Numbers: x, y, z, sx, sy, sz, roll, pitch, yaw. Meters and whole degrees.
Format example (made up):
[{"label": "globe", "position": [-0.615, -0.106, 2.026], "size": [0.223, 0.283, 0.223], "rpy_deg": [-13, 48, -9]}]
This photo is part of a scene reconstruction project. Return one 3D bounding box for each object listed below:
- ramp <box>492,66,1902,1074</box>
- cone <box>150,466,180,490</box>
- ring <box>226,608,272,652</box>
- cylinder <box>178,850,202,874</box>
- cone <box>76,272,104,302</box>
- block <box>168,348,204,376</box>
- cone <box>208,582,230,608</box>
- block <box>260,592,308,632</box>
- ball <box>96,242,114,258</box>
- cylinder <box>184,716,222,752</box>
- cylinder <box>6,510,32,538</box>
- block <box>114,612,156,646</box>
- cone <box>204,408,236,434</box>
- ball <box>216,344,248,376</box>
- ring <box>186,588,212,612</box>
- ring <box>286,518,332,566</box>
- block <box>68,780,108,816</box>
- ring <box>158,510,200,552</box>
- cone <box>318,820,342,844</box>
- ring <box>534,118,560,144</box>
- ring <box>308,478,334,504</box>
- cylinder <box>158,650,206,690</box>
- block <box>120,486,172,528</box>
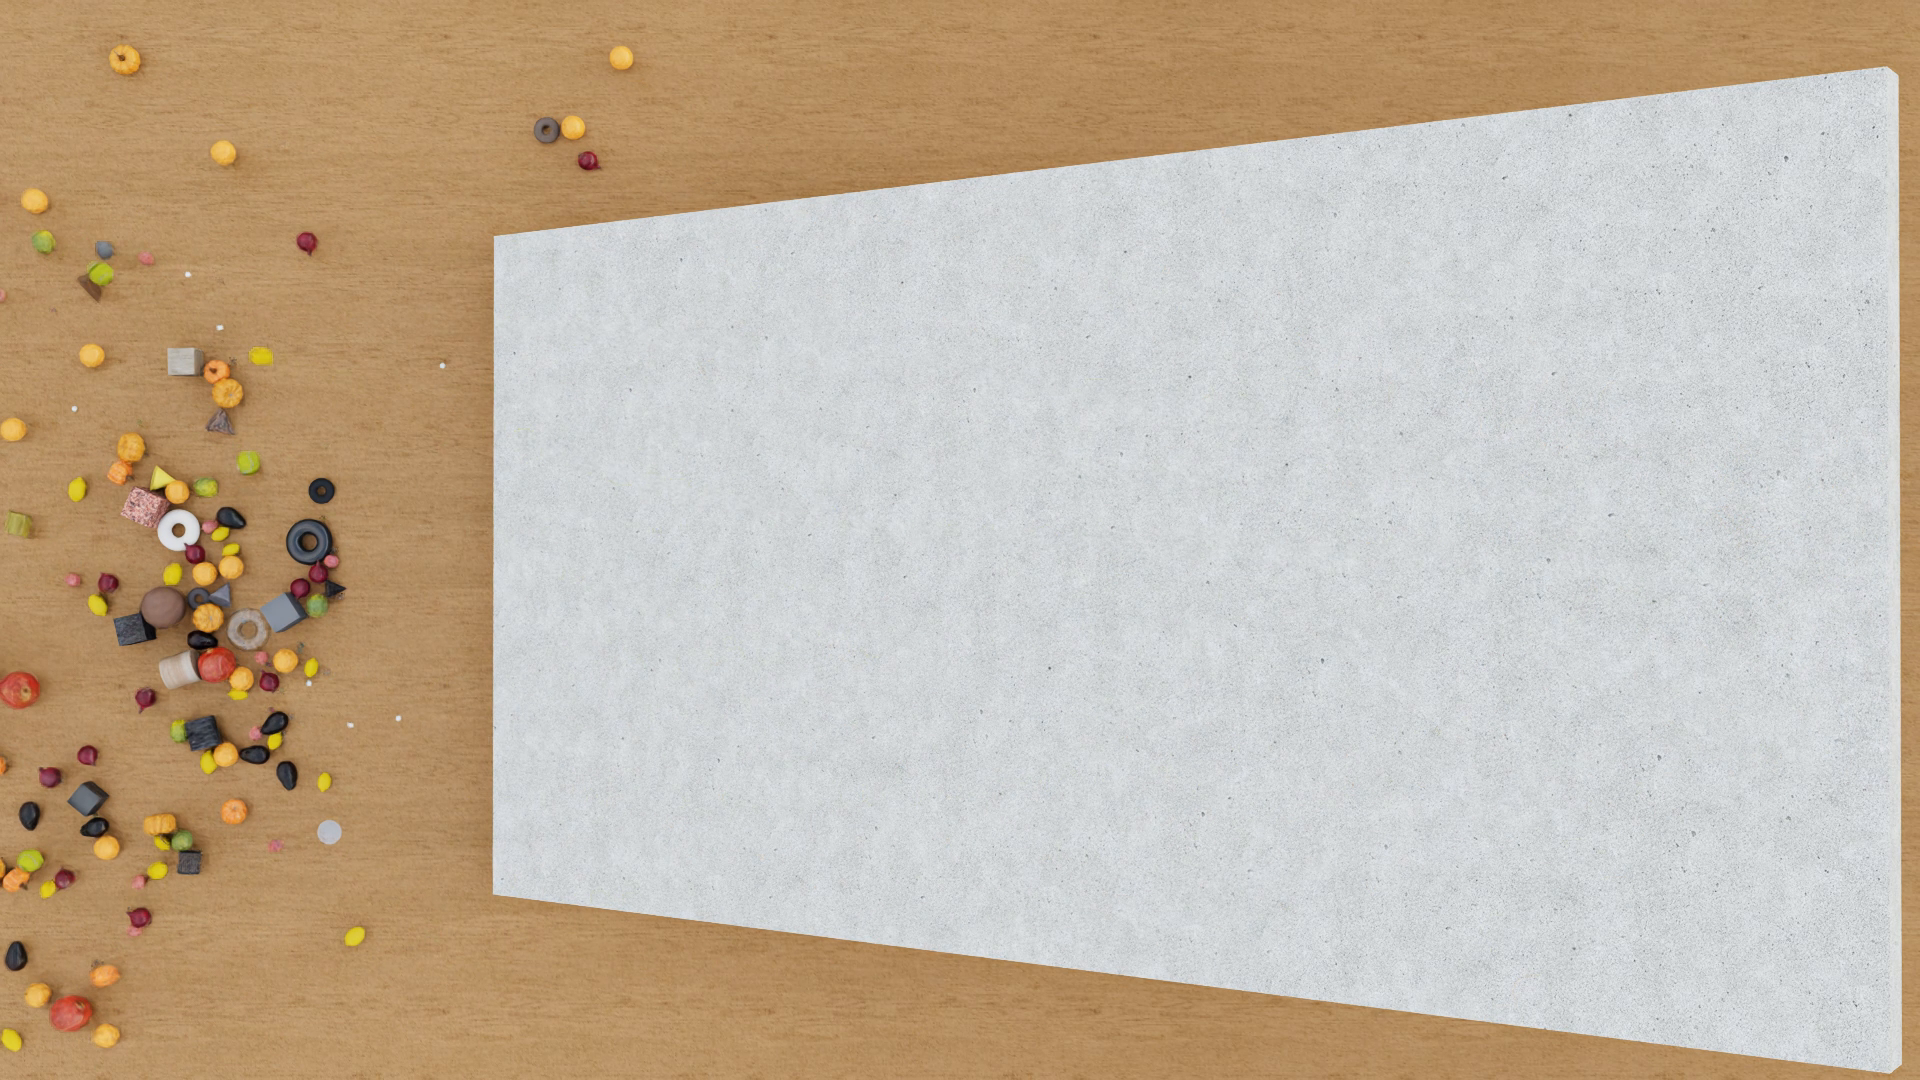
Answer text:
[{"label": "ramp", "position": [0.242, 0.067, 5.566], "size": [4.000, 0.100, 2.000], "rpy_deg": [0, 89, 35]}, {"label": "cone", "position": [-2.434, -0.181, 6.748], "size": [0.080, 0.080, 0.080], "rpy_deg": [14, 90, -27]}, {"label": "ring", "position": [-2.181, 0.275, 6.740], "size": [0.137, 0.046, 0.137], "rpy_deg": [0, 90, -1]}, {"label": "cylinder", "position": [-2.355, 0.986, 6.725], "size": [0.065, 0.065, 0.065], "rpy_deg": [4, 90, 0]}, {"label": "cone", "position": [-2.657, -0.768, 6.751], "size": [0.086, 0.086, 0.086], "rpy_deg": [-9, 116, 0]}, {"label": "block", "position": [-2.370, -0.544, 6.729], "size": [0.081, 0.081, 0.081], "rpy_deg": [-2, 90, 0]}, {"label": "cone", "position": [-2.257, 0.157, 6.748], "size": [0.071, 0.071, 0.071], "rpy_deg": [17, 63, 0]}, {"label": "block", "position": [-2.065, 0.221, 6.718], "size": [0.089, 0.089, 0.089], "rpy_deg": [-32, 90, 0]}, {"label": "ball", "position": [-2.622, -0.888, 6.746], "size": [0.050, 0.050, 0.050], "rpy_deg": [0, 90, 0]}, {"label": "cylinder", "position": [-2.312, 0.591, 6.715], "size": [0.090, 0.090, 0.090], "rpy_deg": [-17, 86, 0]}, {"label": "cylinder", "position": [-2.881, -0.048, 6.733], "size": [0.064, 0.064, 0.064], "rpy_deg": [20, 99, 0]}, {"label": "block", "position": [-2.521, 0.272, 6.720], "size": [0.085, 0.085, 0.085], "rpy_deg": [-13, 90, 0]}, {"label": "cone", "position": [-2.256, -0.347, 6.748], "size": [0.085, 0.085, 0.085], "rpy_deg": [40, 90, -26]}, {"label": "ball", "position": [-2.237, -0.553, 6.762], "size": [0.095, 0.095, 0.095], "rpy_deg": [0, 90, 0]}, {"label": "ring", "position": [-2.336, 0.182, 6.751], "size": [0.075, 0.025, 0.075], "rpy_deg": [0, 88, -1]}, {"label": "ring", "position": [-1.995, 0.006, 6.741], "size": [0.143, 0.048, 0.143], "rpy_deg": [0, 91, 1]}, {"label": "block", "position": [-2.665, 0.791, 6.722], "size": [0.073, 0.073, 0.073], "rpy_deg": [39, 90, 0]}, {"label": "ring", "position": [-2.396, -0.030, 6.744], "size": [0.129, 0.043, 0.129], "rpy_deg": [0, 90, -1]}, {"label": "cone", "position": [-1.938, 0.898, 6.721], "size": [0.075, 0.075, 0.075], "rpy_deg": [0, 90, 0]}, {"label": "ring", "position": [-1.270, -1.260, 6.761], "size": [0.081, 0.027, 0.081], "rpy_deg": [0, 88, 0]}, {"label": "ring", "position": [-1.961, -0.151, 6.753], "size": [0.080, 0.027, 0.080], "rpy_deg": [0, 88, 1]}, {"label": "cylinder", "position": [-2.374, 0.395, 6.712], "size": [0.099, 0.099, 0.099], "rpy_deg": [-18, 90, 0]}, {"label": "block", "position": [-2.484, -0.100, 6.718], "size": [0.096, 0.096, 0.096], "rpy_deg": [24, 90, 0]}]
